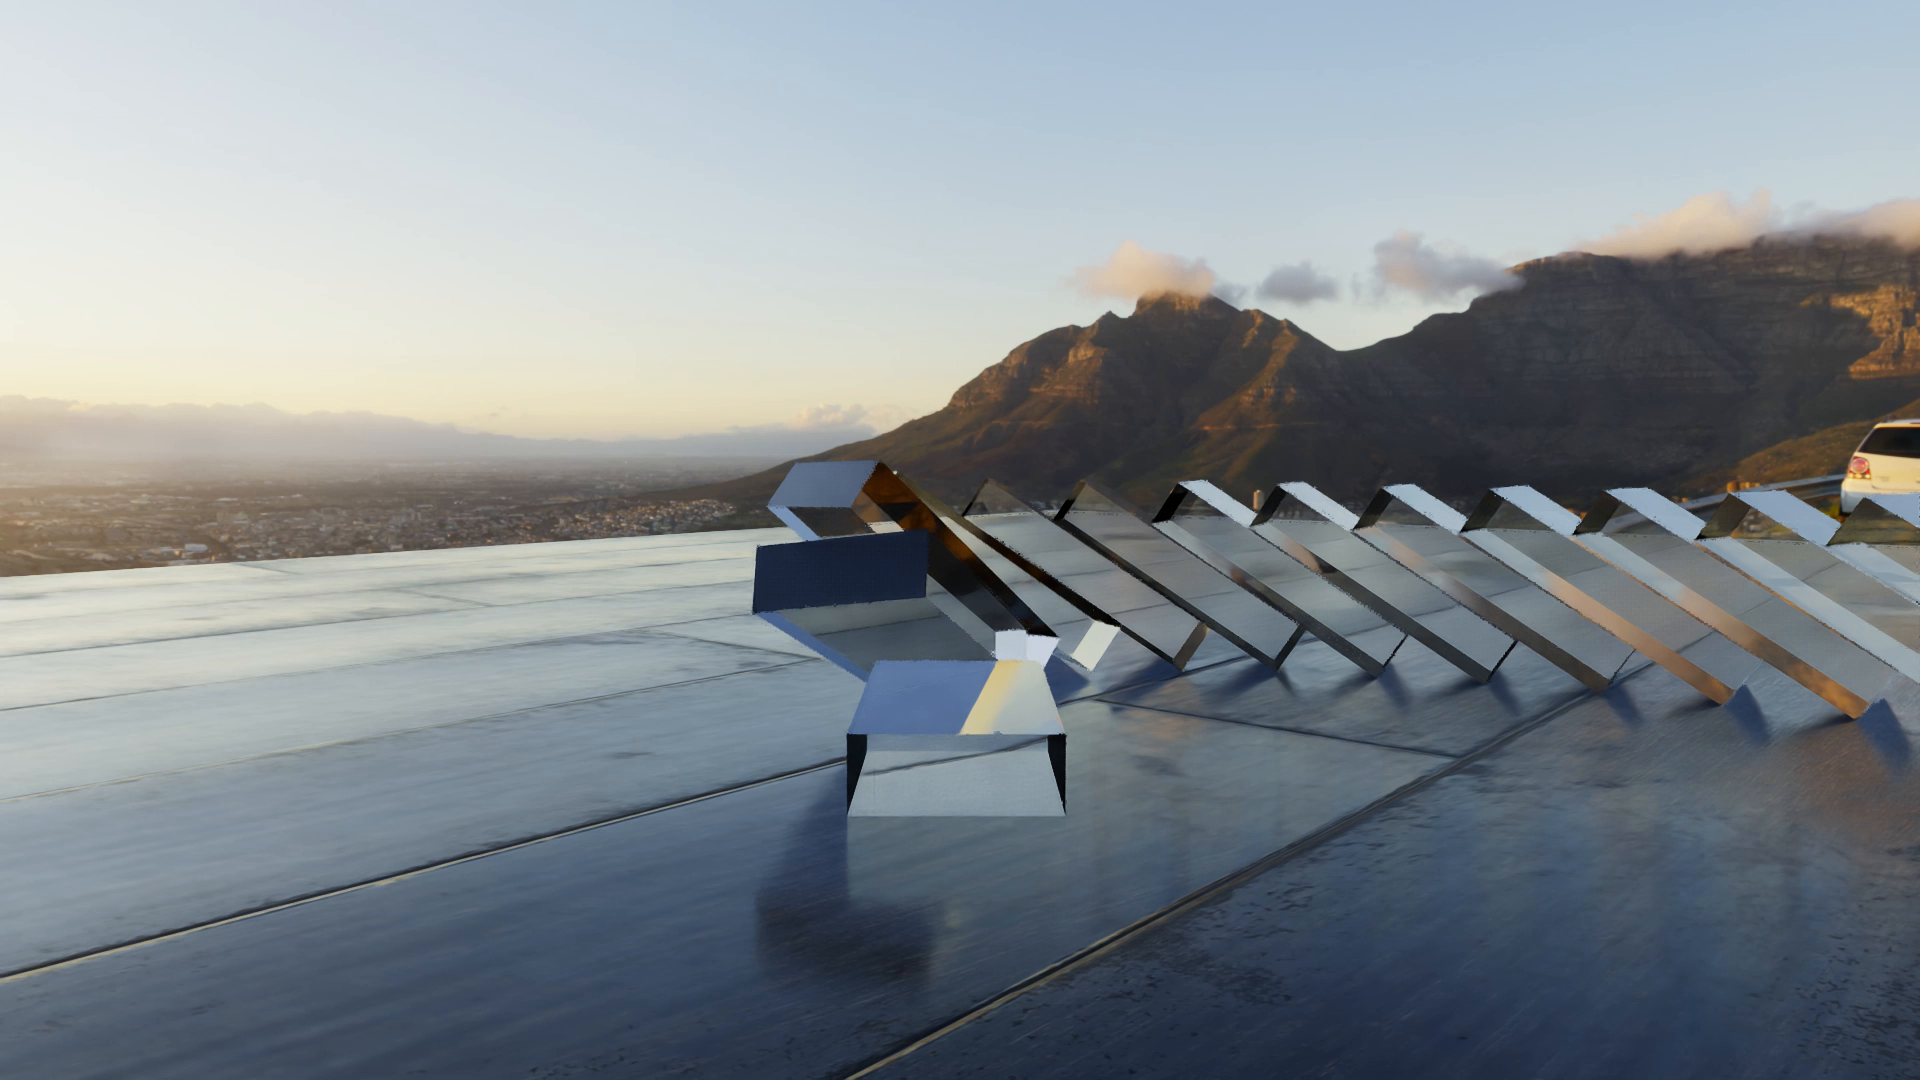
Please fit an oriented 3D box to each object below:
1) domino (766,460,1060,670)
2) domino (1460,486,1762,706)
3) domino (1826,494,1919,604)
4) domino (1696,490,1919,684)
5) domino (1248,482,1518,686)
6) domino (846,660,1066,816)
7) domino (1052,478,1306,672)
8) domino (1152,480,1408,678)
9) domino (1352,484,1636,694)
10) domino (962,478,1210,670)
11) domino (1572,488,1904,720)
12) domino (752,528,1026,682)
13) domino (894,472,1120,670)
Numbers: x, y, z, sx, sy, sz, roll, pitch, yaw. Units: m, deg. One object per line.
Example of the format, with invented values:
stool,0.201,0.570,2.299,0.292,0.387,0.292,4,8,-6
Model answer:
domino,-0.008,0.006,0.223,0.025,0.010,0.050,2,-35,51
domino,0.117,0.008,0.229,0.050,0.009,0.025,40,26,29
domino,0.161,0.011,0.192,0.025,0.010,0.050,-3,37,-36
domino,0.148,0.010,0.206,0.025,0.010,0.050,-3,37,-39
domino,0.081,0.007,0.244,0.050,0.010,0.025,37,18,19
domino,0.000,0.025,0.171,0.025,0.009,0.050,0,4,0
domino,0.043,0.006,0.252,0.050,0.010,0.025,35,10,9
domino,0.063,0.006,0.250,0.050,0.010,0.025,36,16,16
domino,0.100,0.008,0.237,0.050,0.009,0.025,38,22,24
domino,0.024,0.006,0.250,0.050,0.010,0.025,34,5,2
domino,0.133,0.009,0.218,0.025,0.010,0.050,-4,38,-46
domino,-0.009,0.012,0.194,0.025,0.009,0.050,-6,-21,17
domino,0.004,0.006,0.242,0.050,0.009,0.025,35,-5,-11
